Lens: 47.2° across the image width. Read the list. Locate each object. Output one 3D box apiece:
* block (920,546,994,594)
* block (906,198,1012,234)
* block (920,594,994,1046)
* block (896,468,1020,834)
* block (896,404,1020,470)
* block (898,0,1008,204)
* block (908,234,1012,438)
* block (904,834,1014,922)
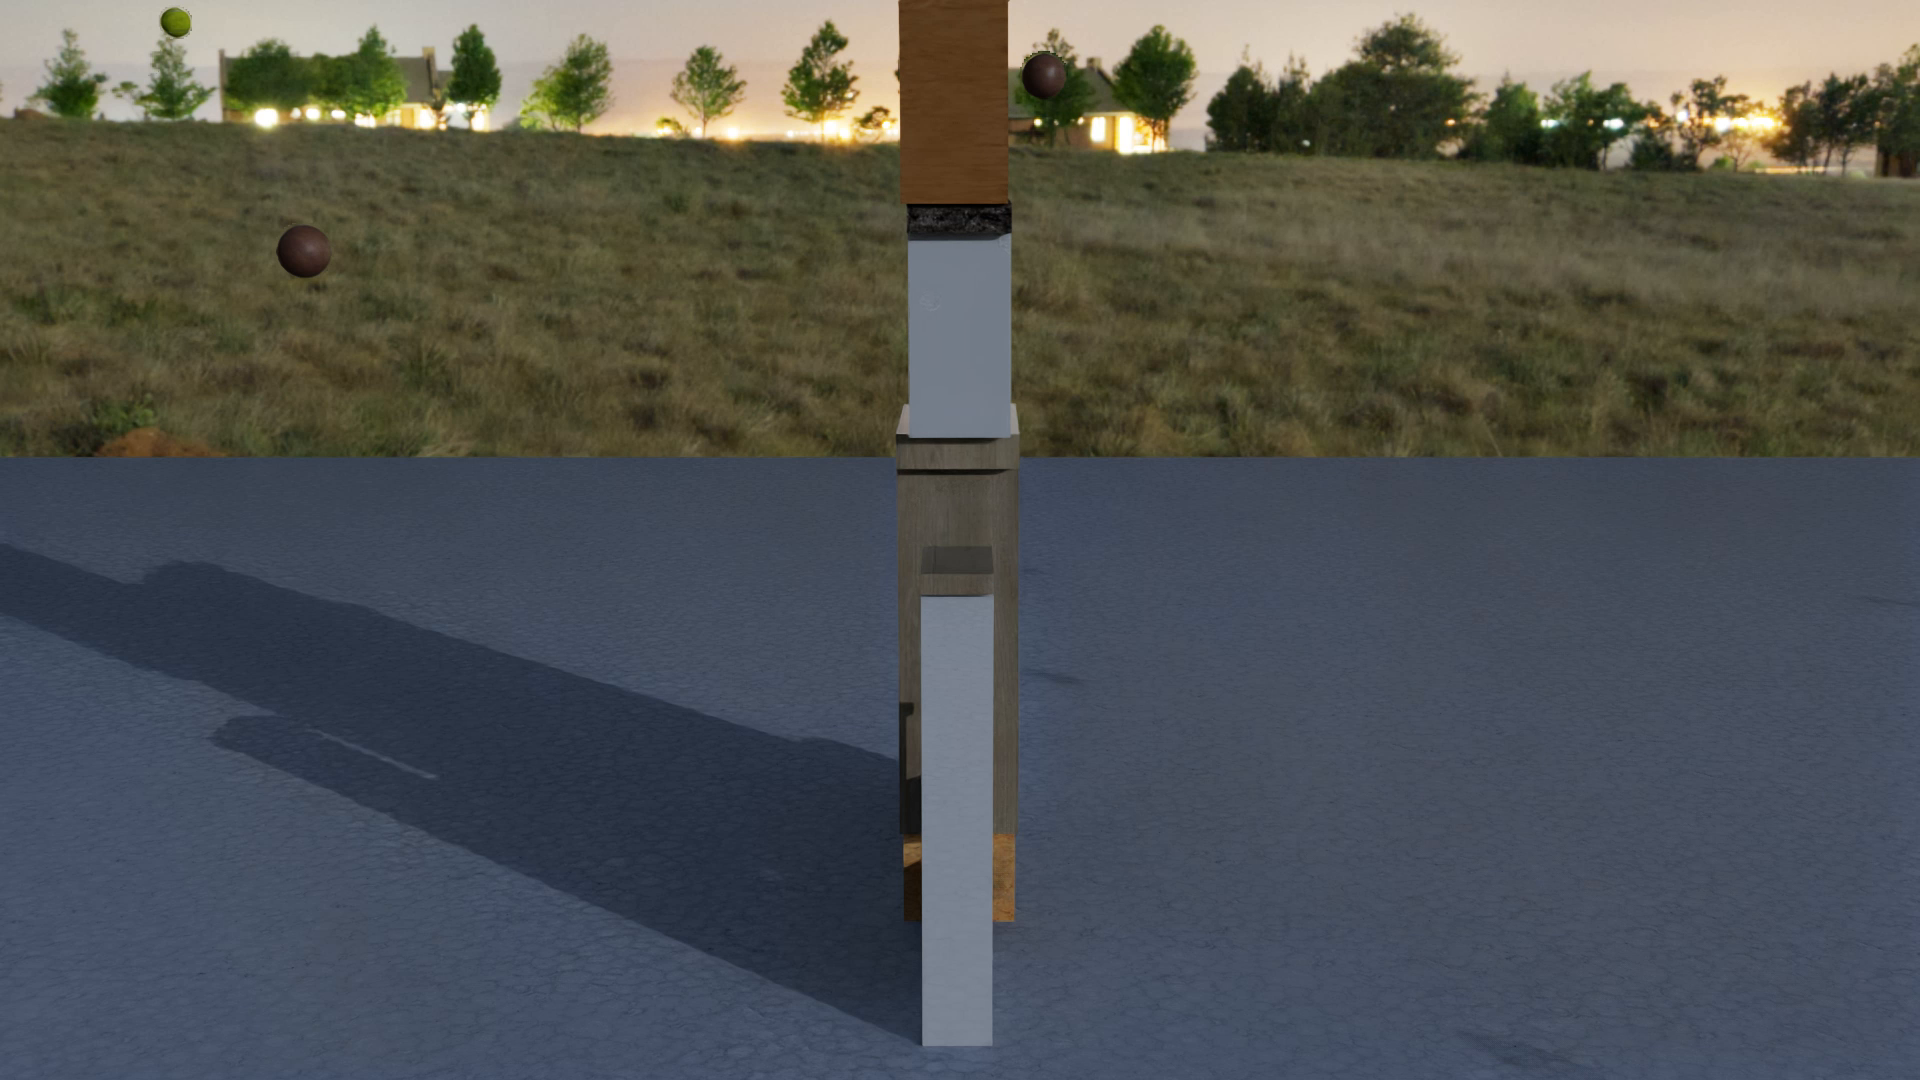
[{"bbox_3d":[-0.004,0.041,3.014,0.097,0.028,0.194,0,11,0],"label":"block"},{"bbox_3d":[0.000,-0.476,3.218,0.146,0.041,0.293,0,11,0],"label":"block"},{"bbox_3d":[-0.004,0.384,3.012,0.097,0.645,0.028,0,11,0],"label":"block"},{"bbox_3d":[-0.002,0.164,3.315,0.180,0.567,0.051,0,10,0],"label":"block"},{"bbox_3d":[-0.002,-0.162,3.377,0.180,0.051,0.360,0,11,0],"label":"block"},{"bbox_3d":[-0.008,-0.618,3.048,0.149,0.299,0.042,0,10,0],"label":"block"},{"bbox_3d":[0.000,-0.294,3.152,0.146,0.292,0.041,0,11,0],"label":"block"},{"bbox_3d":[-0.001,0.434,3.532,0.178,0.356,0.050,0,11,0],"label":"block"}]
